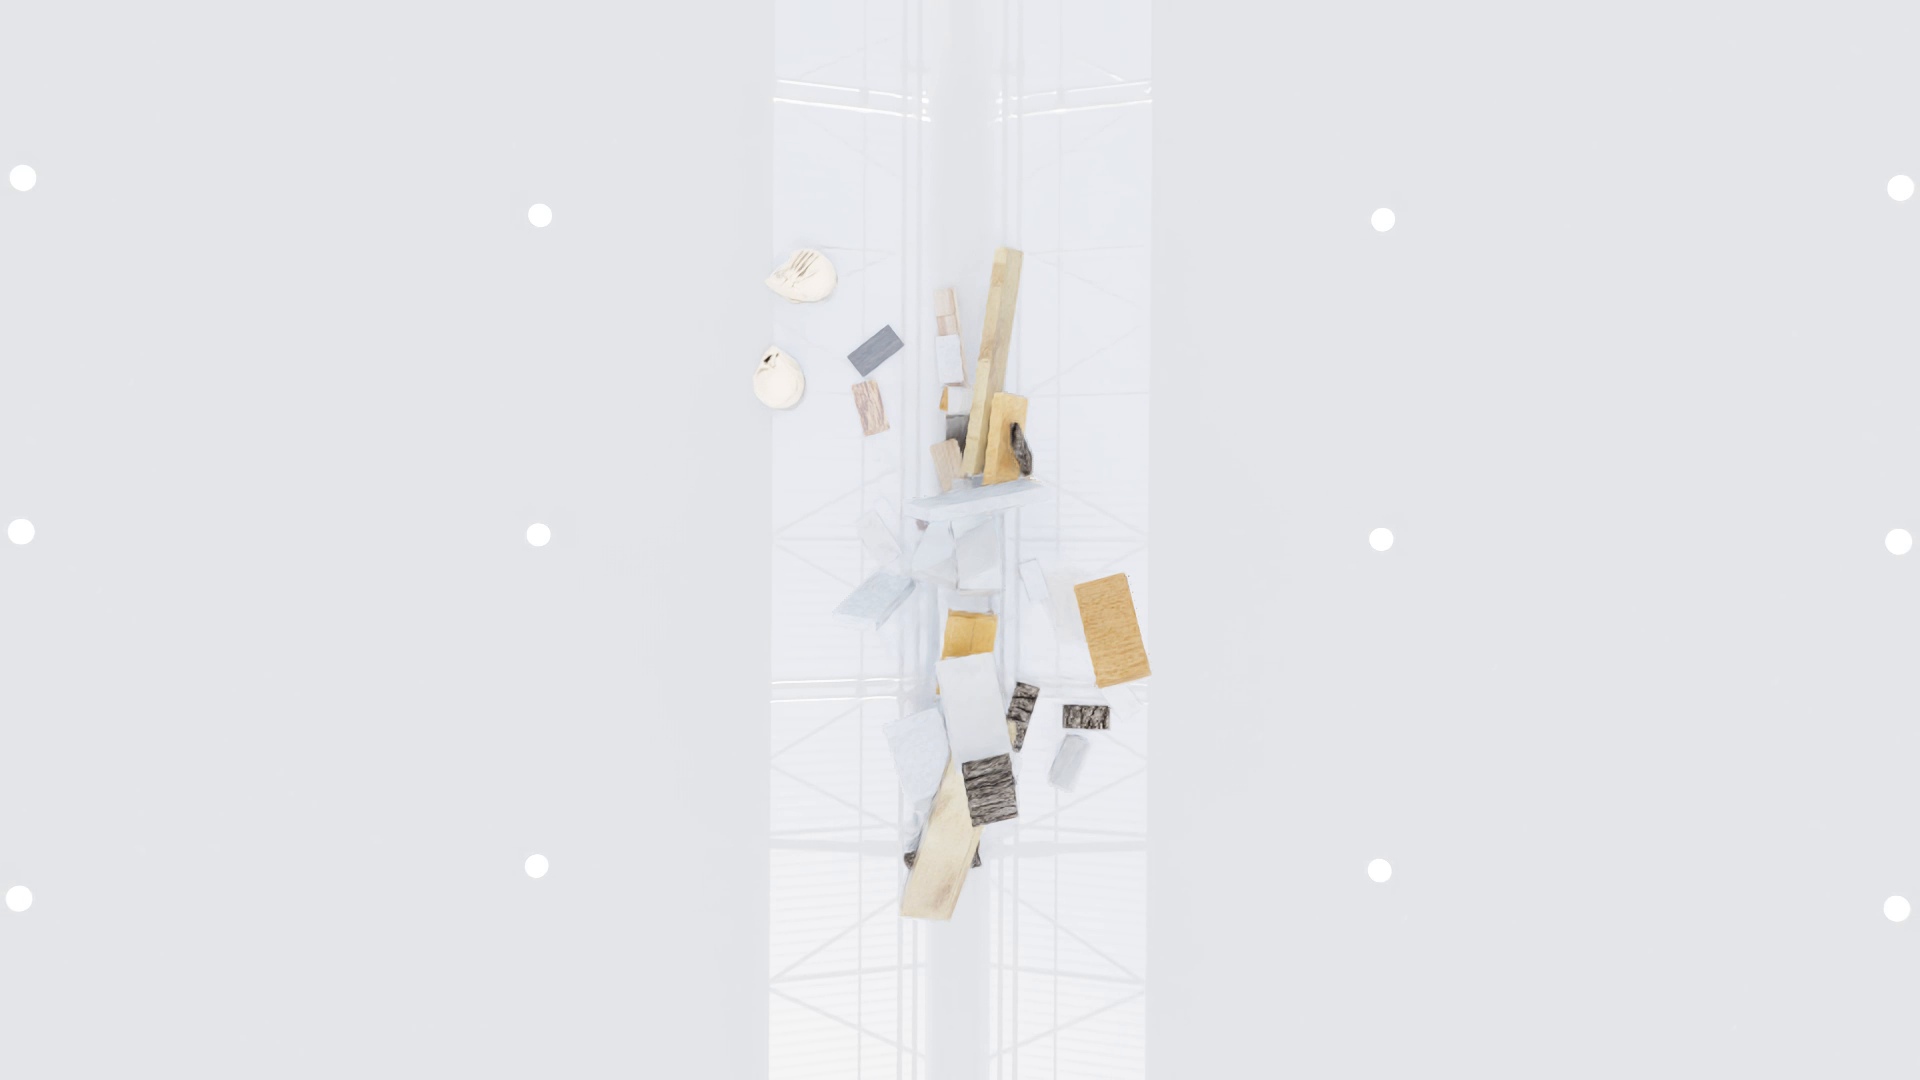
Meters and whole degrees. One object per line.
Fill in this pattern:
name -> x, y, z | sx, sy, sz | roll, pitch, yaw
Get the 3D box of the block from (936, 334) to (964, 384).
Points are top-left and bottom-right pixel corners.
block -> -0.036, -0.598, 5.467 | 0.078, 0.022, 0.157 | -6, 90, 0

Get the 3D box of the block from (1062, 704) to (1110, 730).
block -> 0.421, 0.590, 5.489 | 0.156, 0.022, 0.078 | 1, 90, 0

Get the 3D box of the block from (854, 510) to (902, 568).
block -> -0.272, -0.003, 5.479 | 0.085, 0.024, 0.171 | -33, 84, 0

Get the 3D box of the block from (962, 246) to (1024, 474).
block -> 0.106, -0.581, 5.372 | 0.043, 0.152, 0.733 | 11, 98, 20

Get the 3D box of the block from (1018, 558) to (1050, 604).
block -> 0.247, 0.137, 5.491 | 0.067, 0.019, 0.133 | -18, 90, 0

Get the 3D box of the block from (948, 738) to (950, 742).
block -> 0.025, 0.565, 5.202 | 0.134, 0.038, 0.268 | -4, 116, 2

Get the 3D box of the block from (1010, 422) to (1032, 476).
block -> 0.199, -0.297, 5.403 | 0.025, 0.176, 0.088 | -9, 53, 15

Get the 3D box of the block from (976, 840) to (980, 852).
block -> -0.009, 0.901, 5.371 | 0.164, 0.047, 0.329 | 6, 116, -2

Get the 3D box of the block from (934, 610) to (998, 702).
block -> 0.020, 0.382, 5.279 | 0.160, 0.045, 0.320 | 7, 116, -3

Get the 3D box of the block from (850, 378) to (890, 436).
block -> -0.298, -0.440, 5.488 | 0.088, 0.025, 0.176 | -16, 90, 0

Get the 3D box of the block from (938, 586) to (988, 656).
block -> 0.013, 0.258, 5.353 | 0.160, 0.045, 0.319 | -2, 87, 1

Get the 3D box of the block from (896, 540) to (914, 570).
block -> -0.185, 0.051, 5.493 | 0.048, 0.014, 0.096 | -32, 90, 0

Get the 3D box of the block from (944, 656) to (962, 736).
block -> 0.020, 0.495, 5.210 | 0.134, 0.038, 0.268 | 2, 115, 0

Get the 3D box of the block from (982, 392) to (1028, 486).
block -> 0.150, -0.323, 5.424 | 0.043, 0.152, 0.304 | 7, 90, 32

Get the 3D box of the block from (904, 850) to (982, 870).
block -> -0.058, 1.044, 5.385 | 0.228, 0.032, 0.114 | -17, 128, 11

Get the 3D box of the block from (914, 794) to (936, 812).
block -> -0.086, 0.760, 5.225 | 0.114, 0.032, 0.228 | 3, 116, 6

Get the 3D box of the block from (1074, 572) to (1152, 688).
block -> 0.431, 0.255, 4.665 | 0.152, 0.043, 0.304 | -15, 66, 8

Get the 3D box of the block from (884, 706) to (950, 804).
block -> -0.114, 0.661, 5.047 | 0.169, 0.338, 0.048 | -21, 45, -7

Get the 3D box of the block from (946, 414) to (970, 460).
block -> 0.000, -0.319, 5.450 | 0.095, 0.027, 0.189 | -2, 112, -3

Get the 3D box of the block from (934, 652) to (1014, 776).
block -> 0.043, 0.515, 4.897 | 0.169, 0.048, 0.338 | -9, 79, -14

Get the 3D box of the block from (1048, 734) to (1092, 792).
block -> 0.363, 0.737, 5.450 | 0.086, 0.024, 0.171 | 16, 78, 37

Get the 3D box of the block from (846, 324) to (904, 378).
block -> -0.280, -0.628, 5.488 | 0.175, 0.025, 0.088 | -38, 90, 0

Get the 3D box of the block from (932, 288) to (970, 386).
block -> -0.027, -0.650, 5.489 | 0.078, 0.022, 0.372 | -8, 90, 0

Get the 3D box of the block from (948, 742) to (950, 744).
block -> -0.059, 0.746, 5.252 | 0.114, 0.032, 0.228 | 10, 116, 2

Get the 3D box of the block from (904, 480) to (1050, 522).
block -> 0.057, -0.127, 5.231 | 0.474, 0.142, 0.040 | -12, 108, -34

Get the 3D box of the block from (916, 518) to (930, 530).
block -> -0.096, -0.059, 5.493 | 0.096, 0.014, 0.048 | -3, 90, 0

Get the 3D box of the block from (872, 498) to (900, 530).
block -> -0.246, -0.089, 5.493 | 0.048, 0.014, 0.096 | -36, 90, 0

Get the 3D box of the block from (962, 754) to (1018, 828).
block -> 0.090, 0.739, 4.861 | 0.142, 0.284, 0.040 | -12, 48, -3

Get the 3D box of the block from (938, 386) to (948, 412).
block -> 0.014, -0.453, 5.465 | 0.157, 0.022, 0.078 | 13, 99, -13

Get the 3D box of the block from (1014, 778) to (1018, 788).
block -> 0.077, 0.684, 5.185 | 0.253, 0.086, 0.024 | 41, 95, -19

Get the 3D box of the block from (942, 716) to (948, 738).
block -> 0.022, 0.603, 5.307 | 0.164, 0.047, 0.329 | 1, 107, 0

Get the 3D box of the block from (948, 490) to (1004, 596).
block -> 0.046, 0.005, 5.318 | 0.134, 0.038, 0.417 | -2, 50, -6

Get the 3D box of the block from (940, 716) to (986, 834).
block -> 0.007, 0.761, 5.403 | 0.164, 0.047, 0.409 | 0, 104, -1

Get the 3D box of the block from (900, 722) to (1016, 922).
block -> -0.014, 0.894, 5.203 | 0.169, 0.048, 0.887 | 9, 127, -10

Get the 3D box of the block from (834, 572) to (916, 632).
block -> -0.268, 0.193, 5.231 | 0.142, 0.284, 0.040 | 9, 120, 23

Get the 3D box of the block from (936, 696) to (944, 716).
block -> -0.011, 0.518, 5.138 | 0.133, 0.019, 0.067 | 2, 120, -3

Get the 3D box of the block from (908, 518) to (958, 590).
block -> -0.037, 0.007, 5.375 | 0.160, 0.045, 0.320 | 17, 53, 9

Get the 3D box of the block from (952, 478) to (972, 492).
block -> 0.004, -0.145, 5.404 | 0.067, 0.019, 0.133 | 5, 49, -2

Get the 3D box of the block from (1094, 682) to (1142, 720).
block -> 0.526, 0.515, 5.489 | 0.078, 0.022, 0.156 | -37, 90, 0

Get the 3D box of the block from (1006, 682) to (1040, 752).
block -> 0.195, 0.590, 5.489 | 0.078, 0.022, 0.225 | 17, 90, 0

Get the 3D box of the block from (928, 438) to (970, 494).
block -> -0.029, -0.234, 5.451 | 0.095, 0.027, 0.189 | -18, 112, 1

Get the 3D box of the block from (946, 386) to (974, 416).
block -> 0.006, -0.412, 5.446 | 0.095, 0.027, 0.189 | -2, 112, -8
